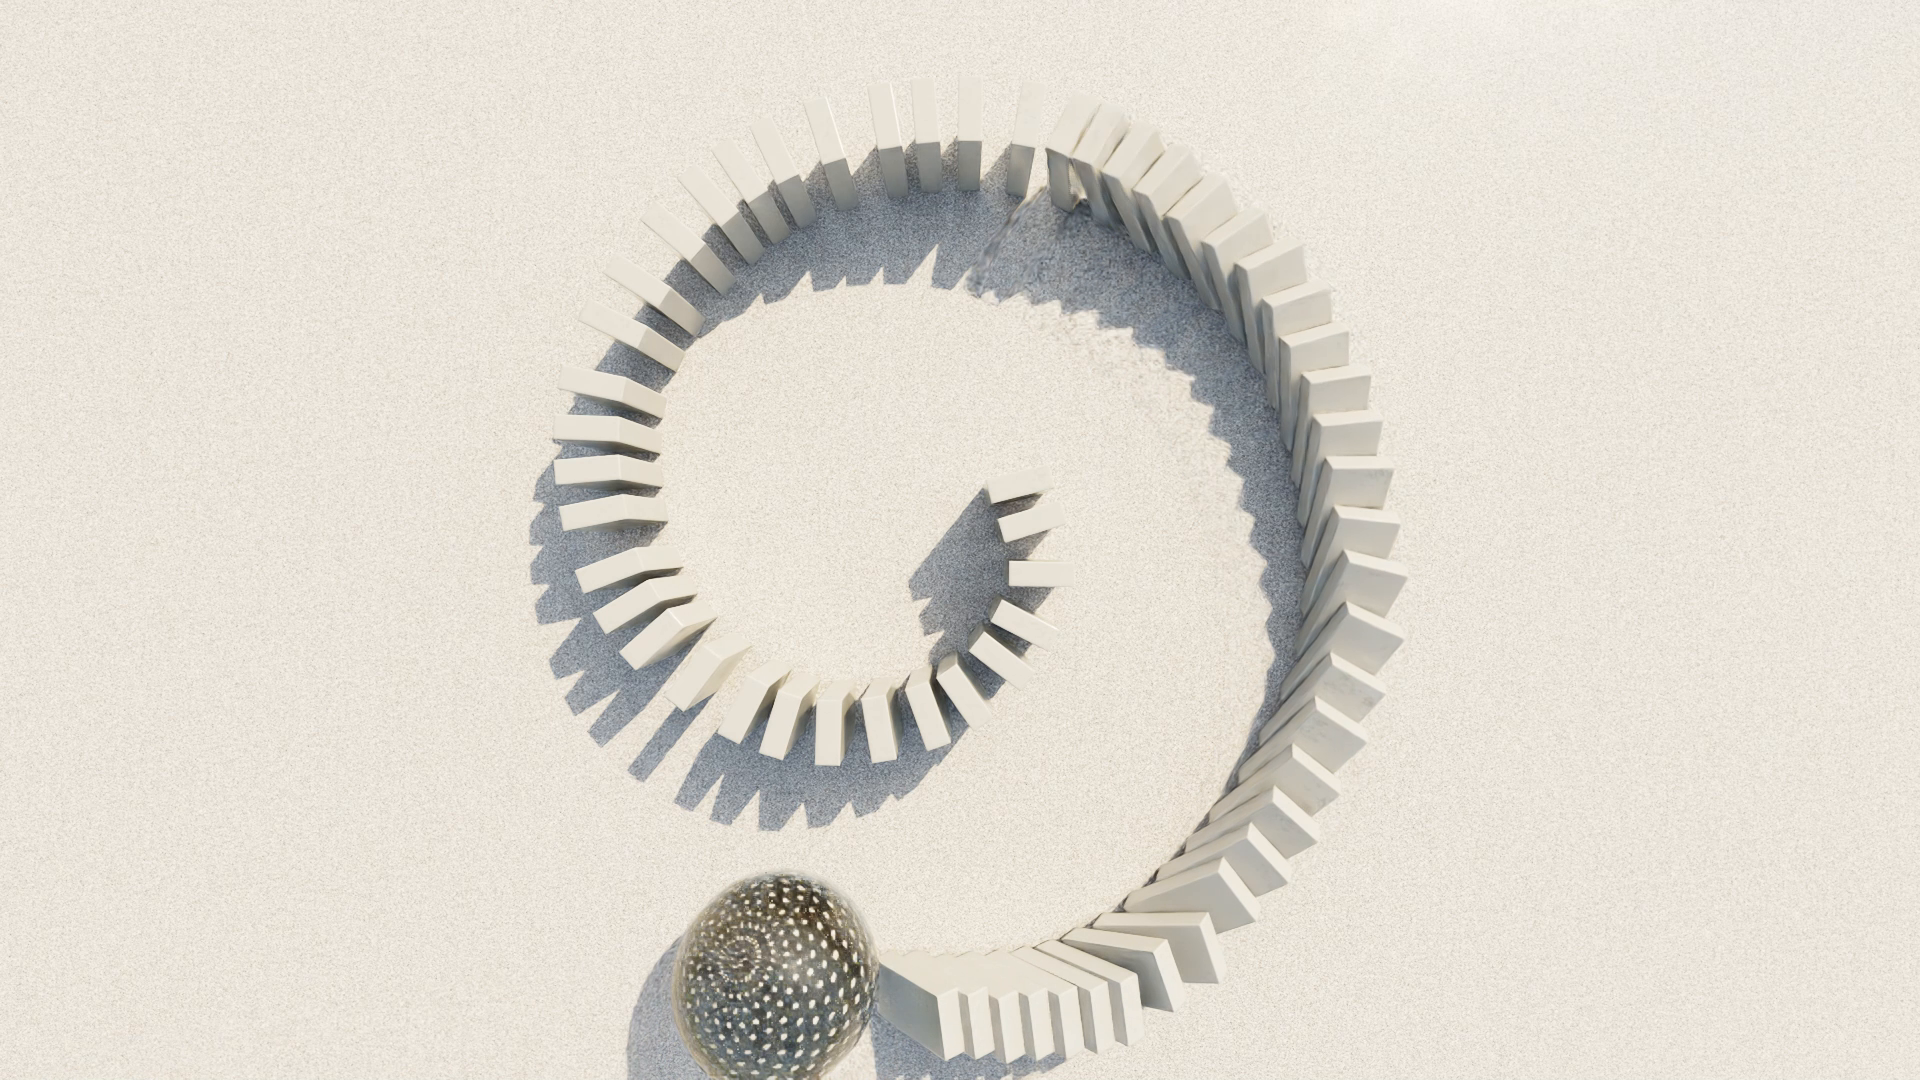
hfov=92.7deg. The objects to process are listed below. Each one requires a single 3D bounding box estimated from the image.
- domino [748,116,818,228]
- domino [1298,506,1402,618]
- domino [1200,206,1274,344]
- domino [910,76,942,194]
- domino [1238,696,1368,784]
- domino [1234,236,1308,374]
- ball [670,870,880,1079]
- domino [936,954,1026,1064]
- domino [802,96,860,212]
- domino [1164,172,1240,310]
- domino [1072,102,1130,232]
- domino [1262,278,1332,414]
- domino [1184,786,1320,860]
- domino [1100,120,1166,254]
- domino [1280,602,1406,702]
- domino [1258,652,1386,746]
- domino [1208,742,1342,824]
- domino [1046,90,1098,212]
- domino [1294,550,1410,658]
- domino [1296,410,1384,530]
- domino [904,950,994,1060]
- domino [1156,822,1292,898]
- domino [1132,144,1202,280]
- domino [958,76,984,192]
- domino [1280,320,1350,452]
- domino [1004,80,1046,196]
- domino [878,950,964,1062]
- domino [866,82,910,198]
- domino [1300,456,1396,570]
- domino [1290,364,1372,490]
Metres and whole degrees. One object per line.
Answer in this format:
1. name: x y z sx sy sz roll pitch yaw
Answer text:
1. domino: -0.071 -0.149 0.375 0.010 0.050 0.025 -26 90 0
2. domino: 0.162 0.011 0.383 0.025 0.010 0.050 6 121 0
3. domino: 0.120 -0.109 0.381 0.025 0.009 0.050 -35 128 0
4. domino: -0.013 -0.164 0.375 0.009 0.050 0.025 -5 90 0
5. domino: 0.143 0.091 0.384 0.025 0.010 0.050 33 118 -2
6. domino: 0.131 -0.097 0.381 0.025 0.009 0.050 -26 128 -1
7. ball: -0.072 0.172 0.360 0.080 0.080 0.080 0 90 0
8. domino: 0.006 0.191 0.377 0.009 0.050 0.025 -7 90 -35
9. domino: -0.052 -0.157 0.375 0.009 0.050 0.025 -17 90 0
10. domino: 0.106 -0.123 0.380 0.025 0.010 0.050 -43 133 0
11. domino: 0.061 -0.151 0.375 0.010 0.050 0.025 30 90 23
12. domino: 0.141 -0.080 0.381 0.025 0.009 0.050 -19 126 0
13. domino: 0.121 0.125 0.382 0.025 0.009 0.050 42 124 -2
14. domino: 0.076 -0.144 0.377 0.009 0.050 0.025 36 90 33
15. domino: 0.159 0.052 0.383 0.025 0.010 0.050 25 120 0
16. domino: 0.151 0.073 0.384 0.025 0.010 0.050 29 118 0
17. domino: 0.131 0.110 0.384 0.025 0.009 0.050 38 118 0
18. domino: 0.046 -0.157 0.375 0.010 0.050 0.025 28 90 10
19. domino: 0.162 0.030 0.383 0.025 0.009 0.050 14 121 -2
20. domino: 0.158 -0.029 0.382 0.025 0.010 0.050 -5 124 0
21. domino: -0.006 0.190 0.377 0.009 0.050 0.025 -7 90 -35
22. domino: 0.109 0.139 0.382 0.025 0.009 0.050 47 124 -1
23. domino: 0.091 -0.134 0.378 0.025 0.050 0.010 -48 49 0
24. domino: 0.004 -0.165 0.375 0.010 0.050 0.025 1 90 0
25. domino: 0.148 -0.063 0.382 0.025 0.009 0.050 -15 125 0
26. domino: 0.026 -0.163 0.375 0.010 0.050 0.025 10 90 0
27. domino: -0.018 0.190 0.377 0.009 0.050 0.025 -7 90 -35
28. domino: -0.029 -0.162 0.375 0.009 0.050 0.025 -10 90 0
29. domino: 0.161 -0.011 0.382 0.025 0.010 0.050 0 124 0
30. domino: 0.154 -0.047 0.382 0.025 0.009 0.050 -9 125 -1
